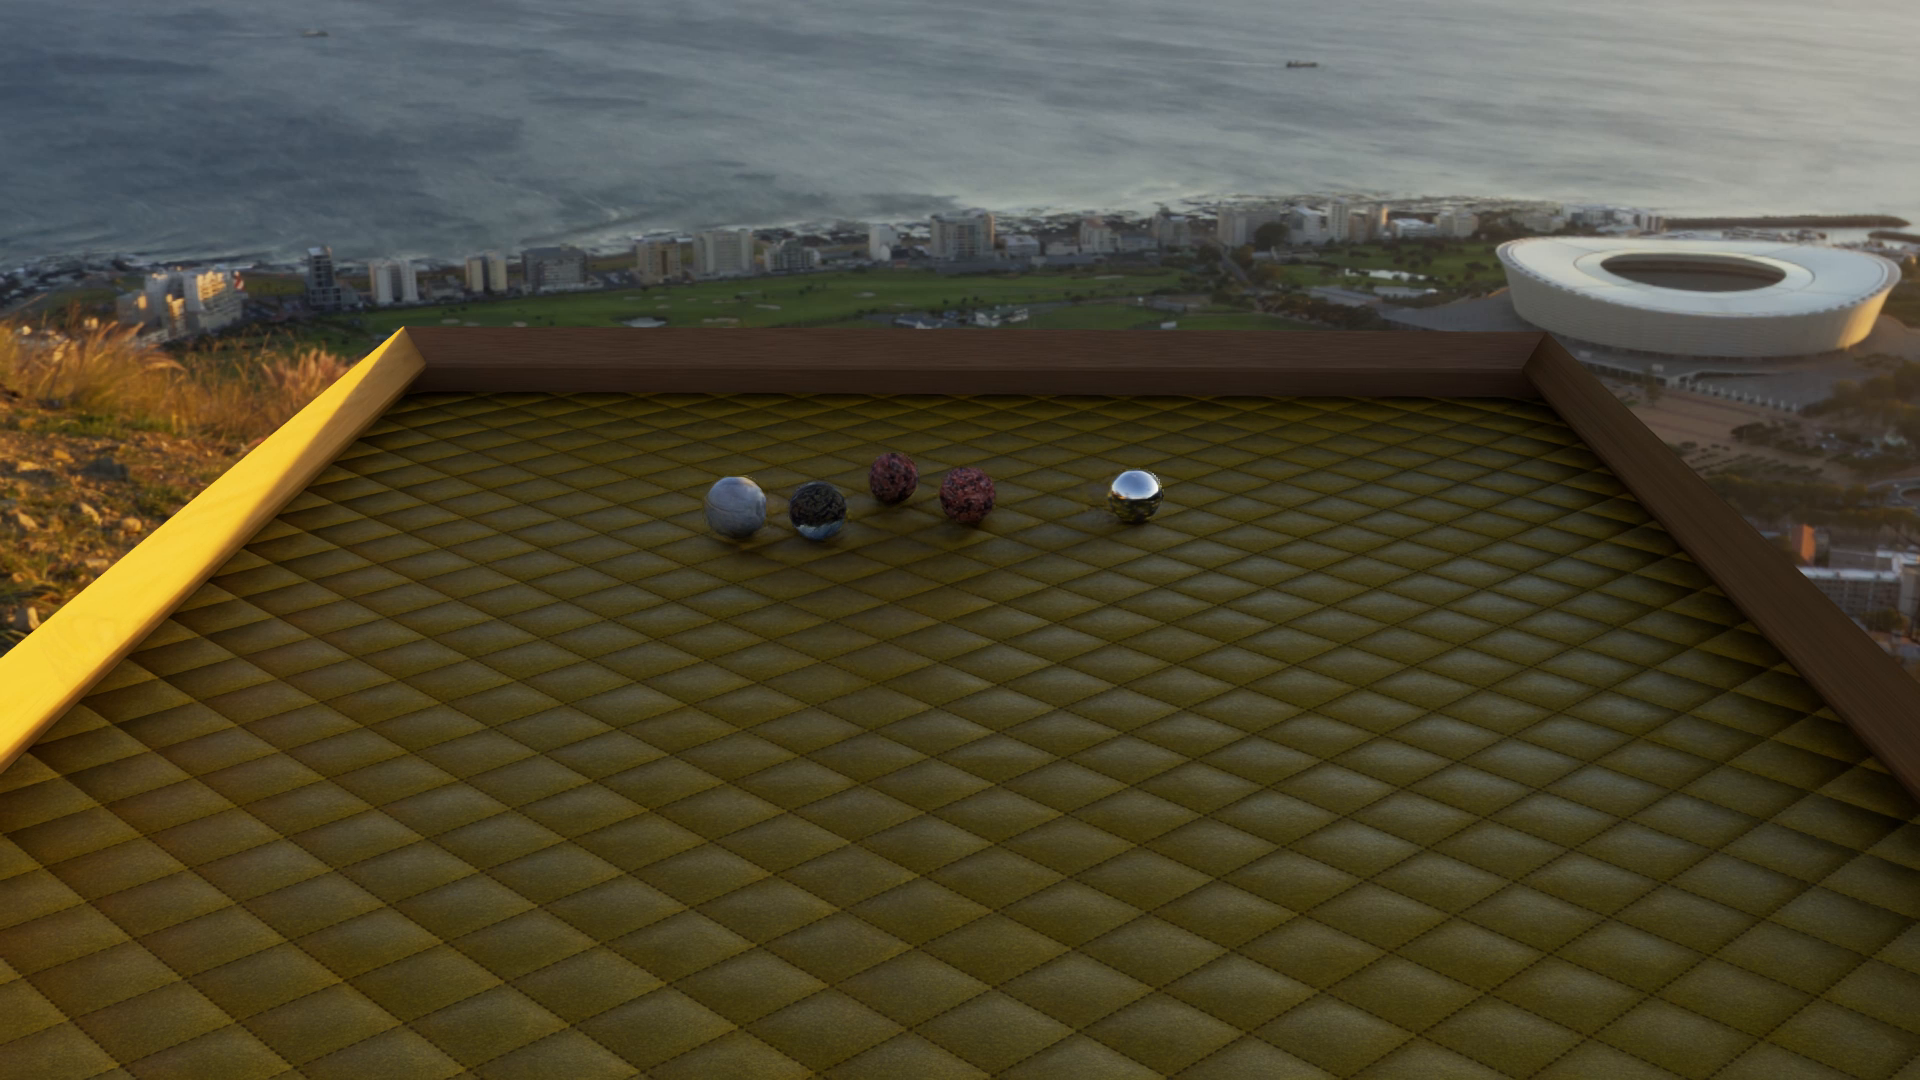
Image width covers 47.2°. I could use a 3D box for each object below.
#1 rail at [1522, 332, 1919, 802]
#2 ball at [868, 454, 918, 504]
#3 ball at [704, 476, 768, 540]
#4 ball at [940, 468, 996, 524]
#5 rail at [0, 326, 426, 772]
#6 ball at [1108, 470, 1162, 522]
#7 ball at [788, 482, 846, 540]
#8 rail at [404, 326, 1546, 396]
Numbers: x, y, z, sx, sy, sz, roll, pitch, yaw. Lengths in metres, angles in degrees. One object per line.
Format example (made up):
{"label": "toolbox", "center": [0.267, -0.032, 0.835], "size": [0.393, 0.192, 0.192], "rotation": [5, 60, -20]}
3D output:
{"label": "rail", "center": [0.847, 0.254, 1.788], "size": [0.045, 0.102, 3.414], "rotation": [0, 18, 1]}
{"label": "ball", "center": [-0.088, -0.081, 2.884], "size": [0.064, 0.064, 0.064], "rotation": [0, 18, 0]}
{"label": "ball", "center": [-0.280, -0.040, 2.736], "size": [0.079, 0.079, 0.079], "rotation": [0, 18, 0]}
{"label": "ball", "center": [0.010, -0.056, 2.798], "size": [0.071, 0.071, 0.071], "rotation": [0, 18, 0]}
{"label": "rail", "center": [-0.884, 0.243, 1.824], "size": [0.045, 0.102, 3.414], "rotation": [0, 18, 1]}
{"label": "ball", "center": [0.223, -0.056, 2.803], "size": [0.067, 0.067, 0.067], "rotation": [0, 18, 0]}
{"label": "ball", "center": [-0.177, -0.036, 2.733], "size": [0.072, 0.072, 0.072], "rotation": [0, 18, 0]}
{"label": "rail", "center": [0.018, -0.271, 3.407], "size": [1.778, 0.102, 0.045], "rotation": [0, 18, 1]}
